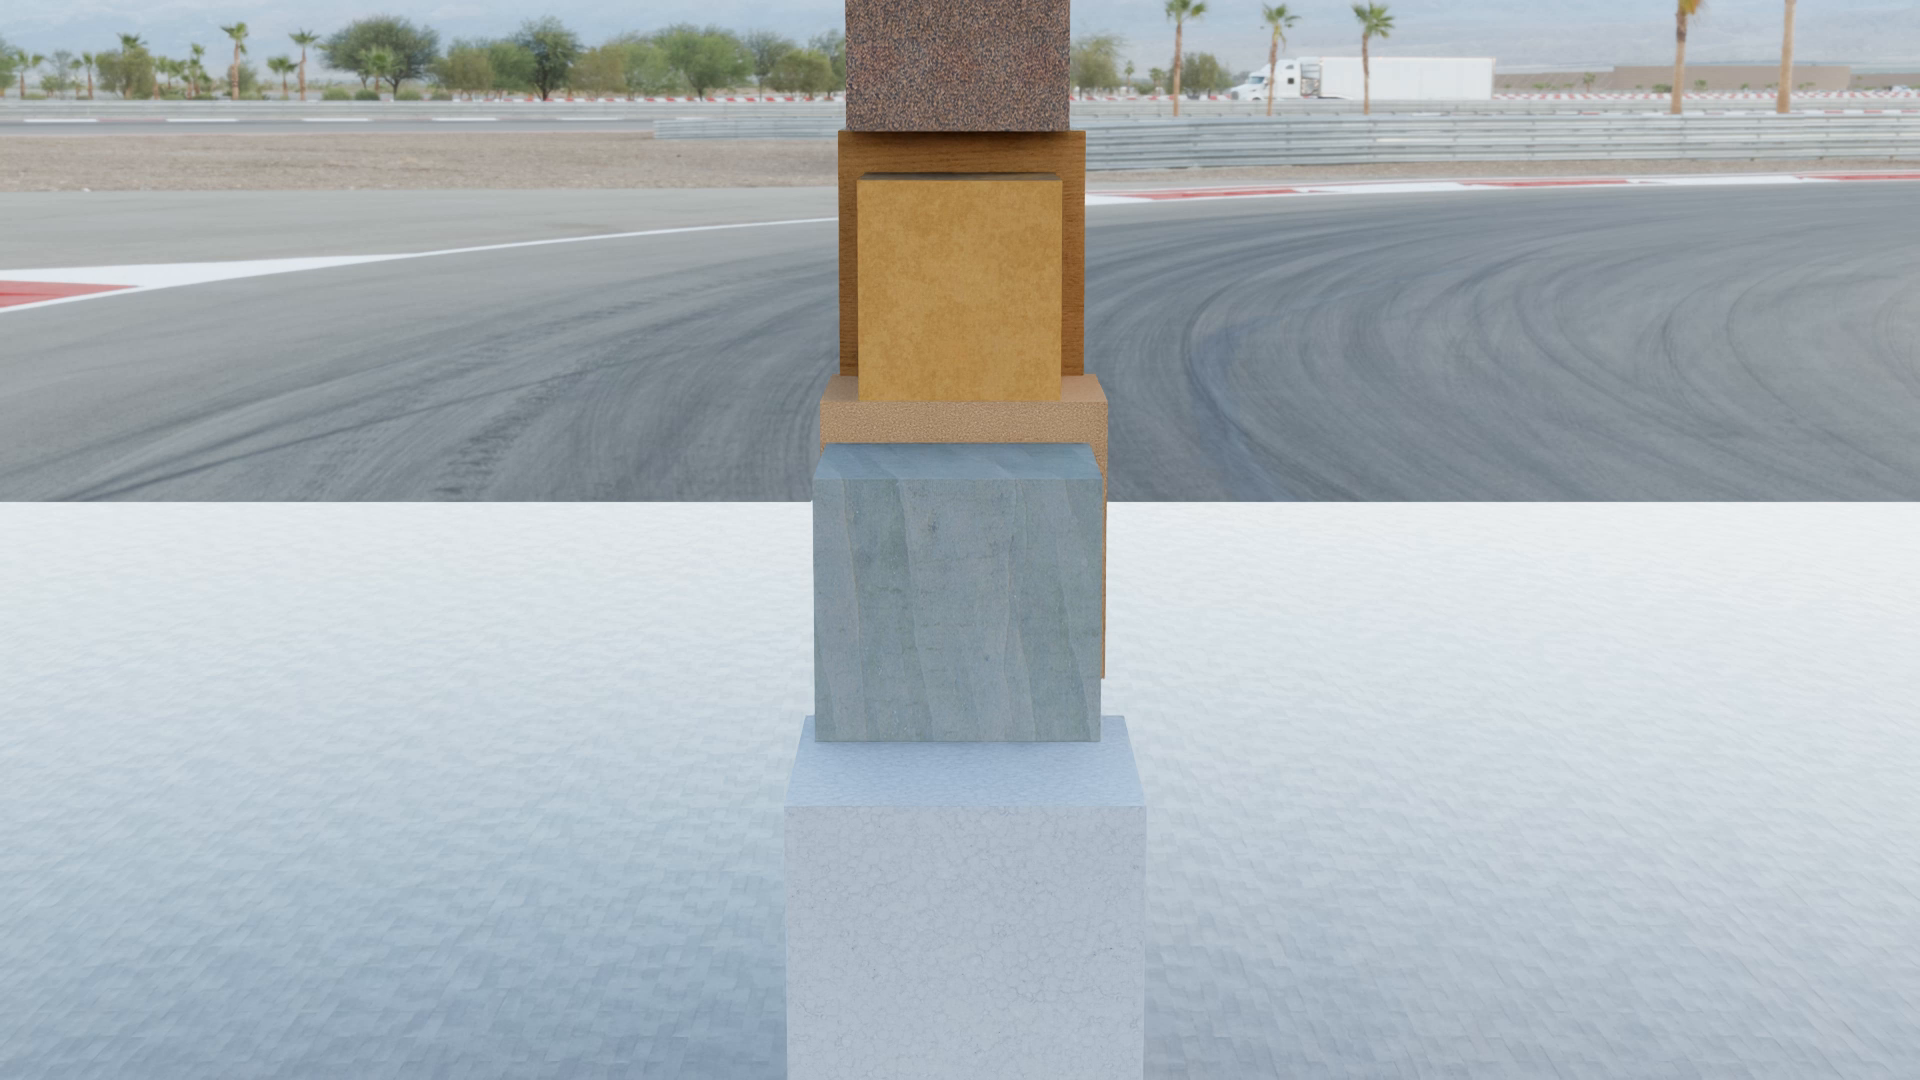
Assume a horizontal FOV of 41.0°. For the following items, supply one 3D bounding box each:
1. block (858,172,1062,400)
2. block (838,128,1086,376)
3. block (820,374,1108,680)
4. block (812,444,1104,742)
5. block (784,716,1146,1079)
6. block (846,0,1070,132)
[{"bbox_3d":[-0.001,-1.007,10.051,0.766,0.828,0.820,0,10,0],"label":"block"},{"bbox_3d":[0.007,-1.246,10.934,1.002,0.993,0.969,0,9,0],"label":"block"},{"bbox_3d":[0.015,-0.076,10.246,1.088,1.075,0.929,0,10,0],"label":"block"},{"bbox_3d":[-0.008,0.167,9.330,0.995,0.921,0.951,0,10,0],"label":"block"},{"bbox_3d":[0.017,1.335,8.847,1.154,1.207,1.174,0,10,0],"label":"block"},{"bbox_3d":[-0.009,-2.058,10.466,0.881,0.762,0.821,0,10,0],"label":"block"}]
